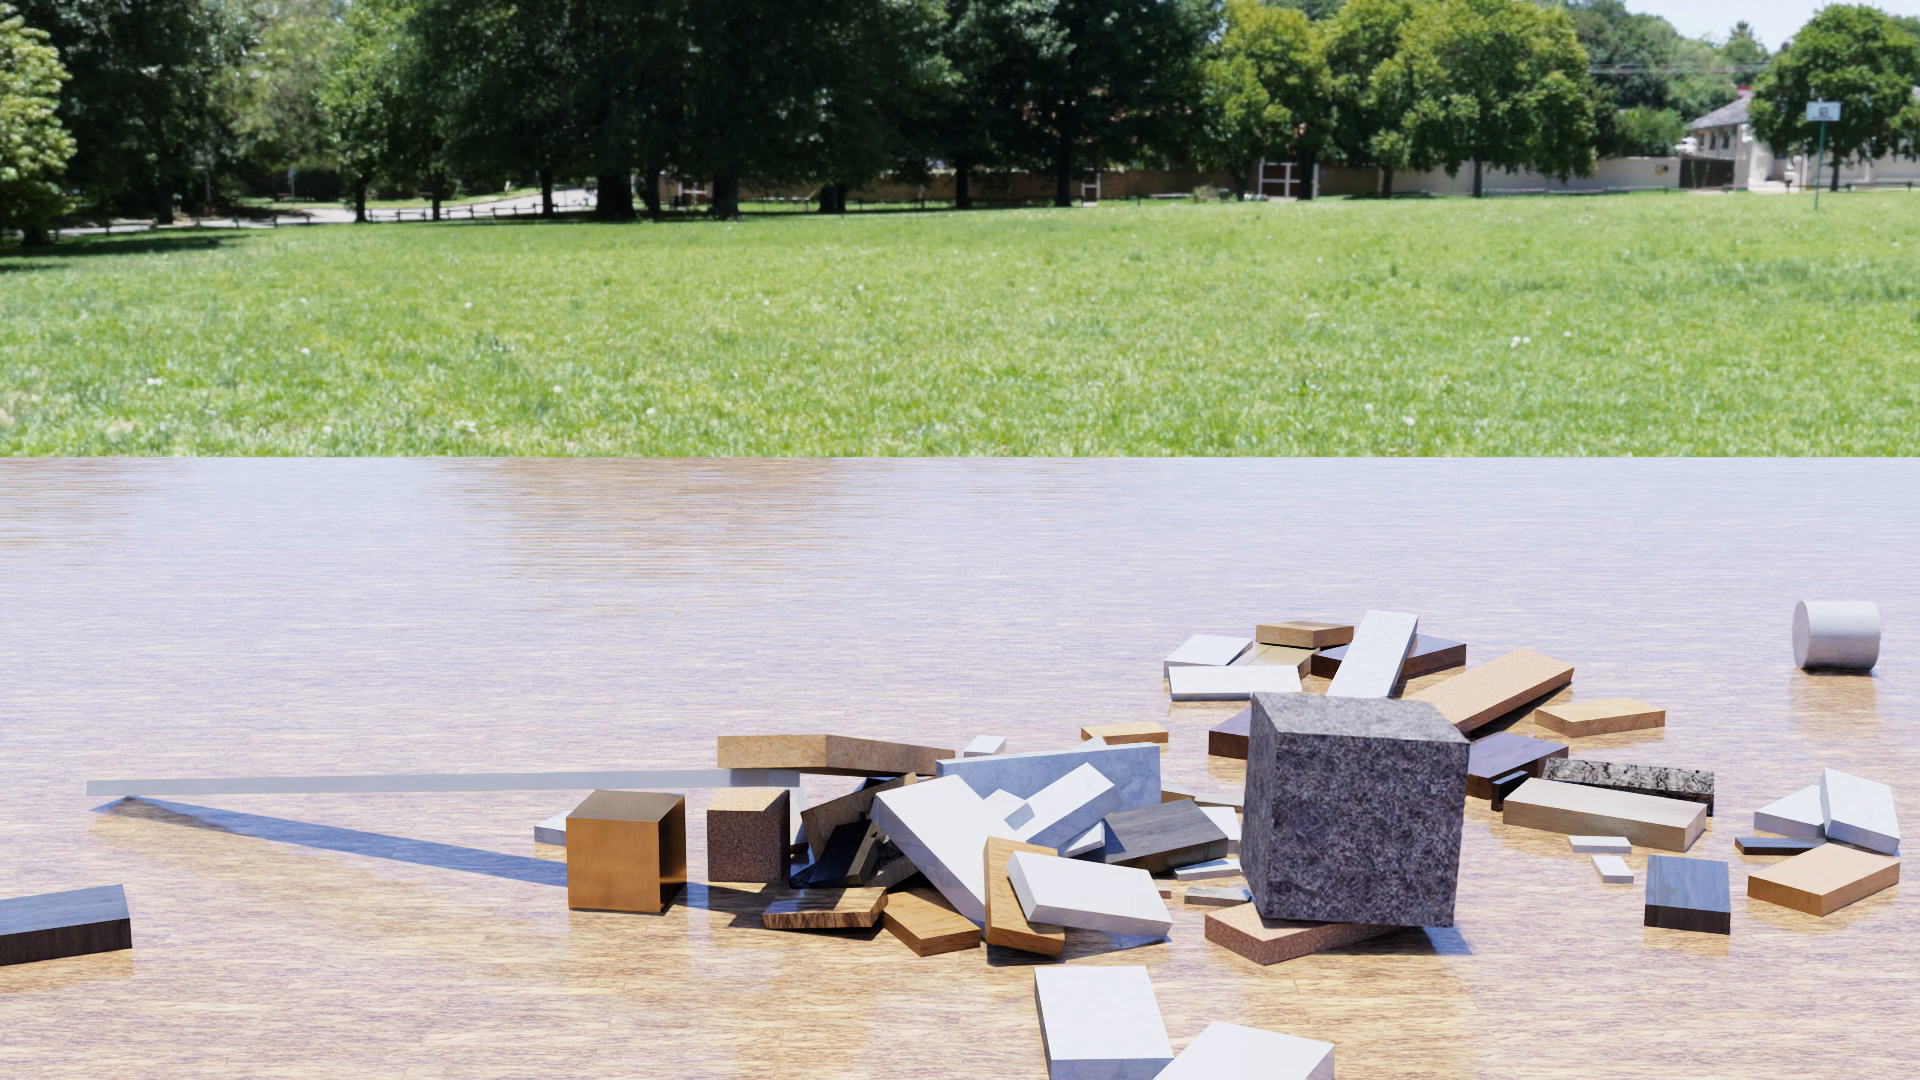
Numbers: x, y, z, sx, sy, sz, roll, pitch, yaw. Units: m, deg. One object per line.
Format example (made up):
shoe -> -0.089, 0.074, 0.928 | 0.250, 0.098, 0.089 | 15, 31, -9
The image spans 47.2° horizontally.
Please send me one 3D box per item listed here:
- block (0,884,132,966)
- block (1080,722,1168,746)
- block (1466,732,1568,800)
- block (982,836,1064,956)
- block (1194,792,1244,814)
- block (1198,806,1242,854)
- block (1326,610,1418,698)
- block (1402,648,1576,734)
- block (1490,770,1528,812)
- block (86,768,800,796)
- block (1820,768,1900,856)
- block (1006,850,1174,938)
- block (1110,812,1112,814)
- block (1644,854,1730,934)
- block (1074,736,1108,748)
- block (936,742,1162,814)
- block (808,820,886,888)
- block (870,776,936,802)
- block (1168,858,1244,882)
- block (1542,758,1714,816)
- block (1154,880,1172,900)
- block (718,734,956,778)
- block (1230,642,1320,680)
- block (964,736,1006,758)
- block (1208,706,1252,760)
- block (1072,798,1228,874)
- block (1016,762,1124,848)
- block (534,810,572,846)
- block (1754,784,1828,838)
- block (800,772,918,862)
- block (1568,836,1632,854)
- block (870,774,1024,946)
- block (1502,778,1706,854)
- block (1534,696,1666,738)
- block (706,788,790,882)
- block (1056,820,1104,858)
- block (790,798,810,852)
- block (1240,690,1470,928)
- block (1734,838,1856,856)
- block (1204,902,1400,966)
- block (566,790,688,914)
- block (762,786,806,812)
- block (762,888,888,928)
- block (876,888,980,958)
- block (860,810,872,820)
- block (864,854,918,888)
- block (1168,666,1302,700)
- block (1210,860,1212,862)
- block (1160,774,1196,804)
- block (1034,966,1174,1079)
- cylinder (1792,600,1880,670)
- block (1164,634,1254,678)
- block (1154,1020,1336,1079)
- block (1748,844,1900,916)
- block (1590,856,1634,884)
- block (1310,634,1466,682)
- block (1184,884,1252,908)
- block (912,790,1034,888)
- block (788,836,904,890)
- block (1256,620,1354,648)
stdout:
block -> -1.483, 0.610, 3.429 | 0.347, 0.049, 0.172 | -5, 11, -24
block -> 0.344, 0.407, 4.593 | 0.165, 0.023, 0.082 | -3, 11, -15
block -> 1.053, 0.443, 4.339 | 0.155, 0.044, 0.310 | 10, 14, 43
block -> 0.099, 0.557, 3.455 | 0.116, 0.033, 0.231 | 12, 28, -7
block -> 0.495, 0.495, 4.137 | 0.107, 0.015, 0.054 | 4, 11, 21
block -> 0.454, 0.522, 3.962 | 0.094, 0.027, 0.187 | 0, 11, 2
block -> 0.852, 0.331, 4.692 | 0.123, 0.035, 1.506 | 6, 12, 15
block -> 1.067, 0.342, 4.649 | 0.130, 0.037, 1.109 | 21, 16, 29
block -> 1.037, 0.474, 4.149 | 0.015, 0.054, 0.107 | 10, 14, 42
block -> -0.949, 0.428, 3.862 | 1.460, 0.029, 0.103 | -4, -8, 24
block -> 1.625, 0.488, 3.976 | 0.118, 0.033, 0.236 | 16, 21, 13
block -> 0.203, 0.557, 3.451 | 0.246, 0.035, 0.123 | 12, 29, -25
block -> 0.188, 0.522, 3.852 | 0.187, 0.027, 0.094 | -3, 38, -16
block -> 1.196, 0.581, 3.618 | 0.130, 0.037, 0.259 | 3, 11, 18
block -> 0.180, 0.441, 4.203 | 0.116, 0.033, 0.241 | -39, -12, 31
block -> 0.161, 0.459, 3.914 | 0.405, 0.163, 0.046 | -3, 3, -17
block -> -0.183, 0.522, 3.638 | 0.090, 0.026, 0.181 | -13, 20, 17
block -> -0.060, 0.488, 3.886 | 0.033, 0.118, 0.236 | -3, 6, 40
block -> 0.508, 0.561, 3.788 | 0.301, 0.014, 0.048 | -3, 11, -15
block -> 1.274, 0.470, 4.196 | 0.310, 0.044, 0.155 | 4, 11, 19
block -> 0.300, 0.582, 3.672 | 0.104, 0.015, 0.052 | 1, 11, 5
block -> -0.197, 0.386, 3.890 | 0.179, 0.051, 0.872 | -2, -7, 13
block -> 0.734, 0.295, 5.147 | 0.145, 0.041, 0.290 | 5, 11, 23
block -> 0.052, 0.426, 4.504 | 0.061, 0.017, 0.122 | 3, 11, 14
block -> 0.674, 0.393, 4.592 | 0.179, 0.051, 0.358 | 6, 12, 30
block -> 0.302, 0.522, 3.787 | 0.283, 0.040, 0.142 | -9, 26, -21
block -> 0.129, 0.489, 3.753 | 0.284, 0.040, 0.142 | -31, 17, -9
block -> -0.647, 0.525, 3.938 | 0.206, 0.029, 0.103 | 5, 12, 25
block -> 1.573, 0.503, 4.048 | 0.236, 0.033, 0.118 | -10, 15, -43
block -> -0.160, 0.496, 3.843 | 0.033, 0.118, 0.274 | -21, -5, 39
block -> 1.133, 0.540, 3.897 | 0.101, 0.014, 0.050 | 1, 11, 5
block -> 0.023, 0.516, 3.580 | 0.172, 0.049, 0.345 | -9, 36, -39
block -> 1.178, 0.501, 4.021 | 0.326, 0.046, 0.163 | 6, 12, 31
block -> 1.370, 0.379, 4.709 | 0.246, 0.035, 0.123 | -4, 11, -22
block -> -0.362, 0.506, 3.779 | 0.125, 0.125, 0.125 | 1, 11, 3
block -> 0.194, 0.508, 3.714 | 0.104, 0.015, 0.052 | -22, 34, 20
block -> -0.311, 0.509, 3.918 | 0.061, 0.017, 0.122 | -7, 35, -13
block -> 0.623, 0.425, 3.518 | 0.294, 0.294, 0.294 | 3, 8, -1
block -> 1.474, 0.542, 3.885 | 0.191, 0.015, 0.054 | 0, 11, 3
block -> 0.543, 0.605, 3.480 | 0.283, 0.040, 0.142 | -7, 12, -32
block -> -0.551, 0.515, 3.646 | 0.156, 0.156, 0.156 | 2, 11, 9
block -> -0.340, 0.503, 4.050 | 0.116, 0.033, 0.231 | -1, 11, -5
block -> -0.215, 0.589, 3.518 | 0.181, 0.026, 0.090 | -4, 15, 17
block -> -0.059, 0.607, 3.497 | 0.103, 0.029, 0.206 | -5, 12, -25
block -> -0.065, 0.511, 3.794 | 0.214, 0.107, 0.030 | -5, 4, -24
block -> -0.103, 0.532, 3.701 | 0.214, 0.030, 0.107 | -27, 20, -21
block -> 0.617, 0.321, 4.943 | 0.291, 0.023, 0.082 | 0, 42, -2
block -> 0.383, 0.556, 3.815 | 0.096, 0.014, 0.048 | -3, 11, -16
block -> 0.341, 0.458, 4.106 | 0.187, 0.027, 0.094 | 14, 12, -37
block -> 0.196, 0.678, 3.069 | 0.163, 0.046, 0.326 | 0, 11, -2
cylinder -> 2.071, 0.225, 5.200 | 0.159, 0.159, 0.159 | 1, 11, 7
block -> 0.592, 0.280, 5.226 | 0.145, 0.041, 0.290 | 4, 11, 20
block -> 0.346, 0.720, 2.838 | 0.172, 0.049, 0.345 | 5, 12, 27
block -> 1.449, 0.568, 3.687 | 0.259, 0.037, 0.130 | -9, 14, -40
block -> 1.117, 0.564, 3.767 | 0.050, 0.014, 0.101 | 1, 11, 4
block -> 1.014, 0.281, 5.194 | 0.358, 0.051, 0.179 | -9, 14, -41
block -> 0.426, 0.589, 3.632 | 0.104, 0.015, 0.052 | 3, 11, 14
block -> 0.014, 0.508, 3.749 | 0.214, 0.030, 0.107 | -34, 19, -19
block -> -0.188, 0.543, 3.664 | 0.181, 0.026, 0.090 | -28, 21, -24
block -> 0.844, 0.229, 5.371 | 0.145, 0.041, 0.290 | 5, 3, 29
